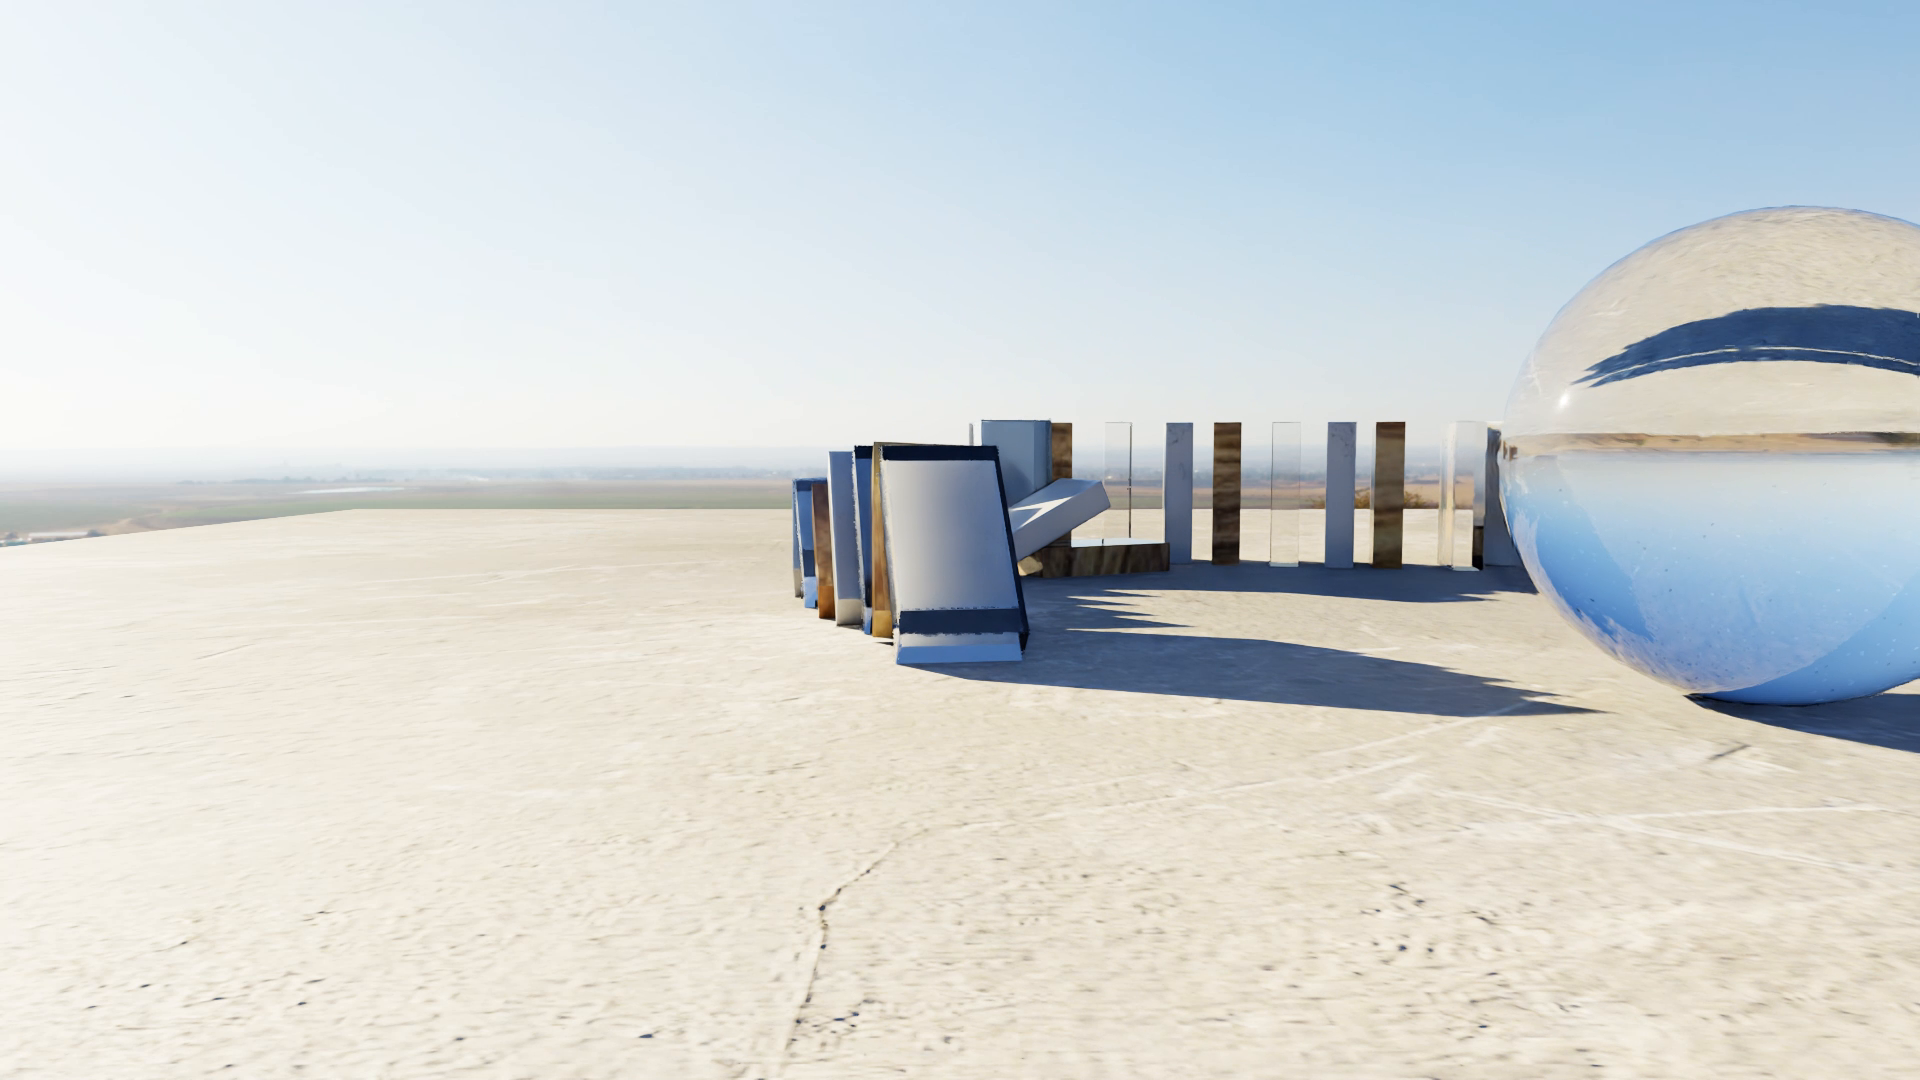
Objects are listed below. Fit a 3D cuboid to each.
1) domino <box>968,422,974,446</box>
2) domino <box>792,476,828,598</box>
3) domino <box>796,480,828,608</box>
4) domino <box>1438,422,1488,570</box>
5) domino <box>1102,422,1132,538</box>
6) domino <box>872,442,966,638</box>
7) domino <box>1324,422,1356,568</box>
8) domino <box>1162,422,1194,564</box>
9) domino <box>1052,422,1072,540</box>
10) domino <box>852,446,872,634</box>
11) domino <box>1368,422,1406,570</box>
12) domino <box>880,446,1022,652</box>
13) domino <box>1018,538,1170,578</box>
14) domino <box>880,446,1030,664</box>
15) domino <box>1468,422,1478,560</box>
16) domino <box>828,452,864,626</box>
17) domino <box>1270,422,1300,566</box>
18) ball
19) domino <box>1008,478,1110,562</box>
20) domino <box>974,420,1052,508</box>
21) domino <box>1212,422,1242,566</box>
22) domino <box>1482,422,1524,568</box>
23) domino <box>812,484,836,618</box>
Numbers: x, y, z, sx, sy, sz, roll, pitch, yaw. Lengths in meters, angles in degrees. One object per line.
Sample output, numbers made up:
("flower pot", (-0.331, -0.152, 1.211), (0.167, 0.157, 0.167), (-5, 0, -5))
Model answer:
("domino", (0.016, -0.017, 0.459), (0.025, 0.050, 0.009), (3, 5, 31))
("domino", (-0.036, -0.002, 0.376), (0.025, 0.009, 0.050), (-3, 33, -6))
("domino", (-0.032, 0.000, 0.354), (0.025, 0.009, 0.050), (-2, 32, -9))
("domino", (0.173, -0.016, 0.442), (0.009, 0.050, 0.025), (1, 4, 9))
("domino", (0.057, -0.017, 0.465), (0.010, 0.050, 0.025), (0, 4, 5))
("domino", (-0.007, -0.001, 0.290), (0.025, 0.050, 0.010), (2, -41, -7))
("domino", (0.134, -0.016, 0.451), (0.009, 0.050, 0.025), (1, 4, 15))
("domino", (0.078, -0.017, 0.463), (0.009, 0.050, 0.025), (1, 4, 7))
("domino", (0.032, -0.017, 0.466), (0.009, 0.050, 0.025), (-1, 4, -12))
("domino", (-0.011, -0.001, 0.302), (0.025, 0.050, 0.010), (-1, -41, -9))
("domino", (0.149, -0.016, 0.447), (0.009, 0.050, 0.025), (1, 4, 14))
("domino", (-0.003, 0.001, 0.276), (0.025, 0.050, 0.009), (-1, -41, -9))
("domino", (0.042, 0.006, 0.429), (0.050, 0.010, 0.025), (-2, 5, -28))
("domino", (-0.002, 0.002, 0.263), (0.025, 0.050, 0.009), (-1, -41, -9))
("domino", (0.199, -0.017, 0.466), (0.025, 0.050, 0.009), (0, 4, -1))
("domino", (-0.019, -0.001, 0.316), (0.025, 0.009, 0.050), (-1, 47, -9))
("domino", (0.116, -0.017, 0.456), (0.010, 0.050, 0.025), (1, 4, 15))
("ball", (0.131, -0.013, 0.209), (0.080, 0.080, 0.080), (0, 4, 0))
("domino", (0.022, -0.004, 0.418), (0.050, 0.010, 0.025), (-30, 17, -22))
("domino", (0.018, -0.016, 0.440), (0.025, 0.050, 0.009), (-1, 0, -15))
("domino", (0.096, -0.017, 0.461), (0.009, 0.050, 0.025), (1, 4, 11))
("domino", (0.193, -0.016, 0.444), (0.010, 0.050, 0.025), (-3, 5, -35))
("domino", (-0.025, 0.002, 0.333), (0.025, 0.009, 0.050), (-1, 32, -9))
